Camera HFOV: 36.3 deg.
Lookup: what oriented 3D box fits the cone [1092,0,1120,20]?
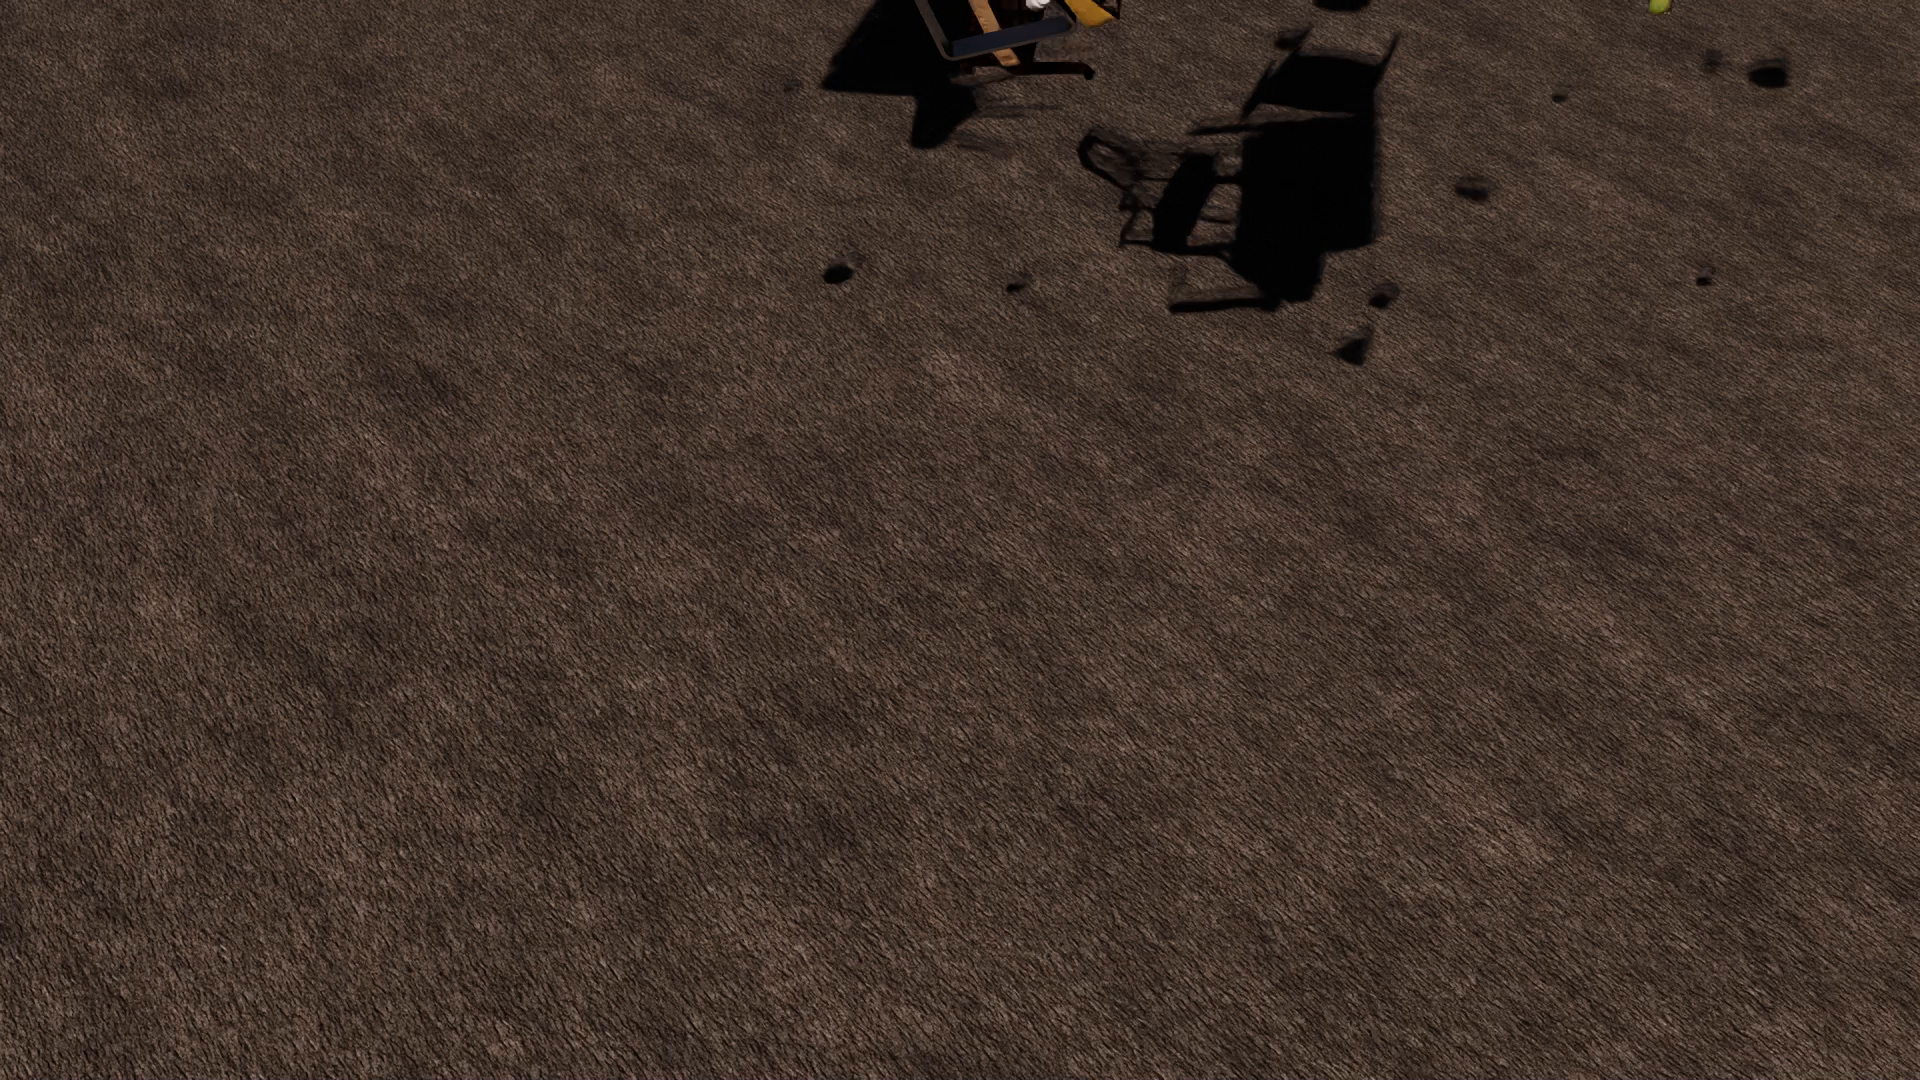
[{"bbox_3d":[0.368,-1.501,7.939,0.121,0.194,0.232,-3,-8,5],"label":"cone"}]
